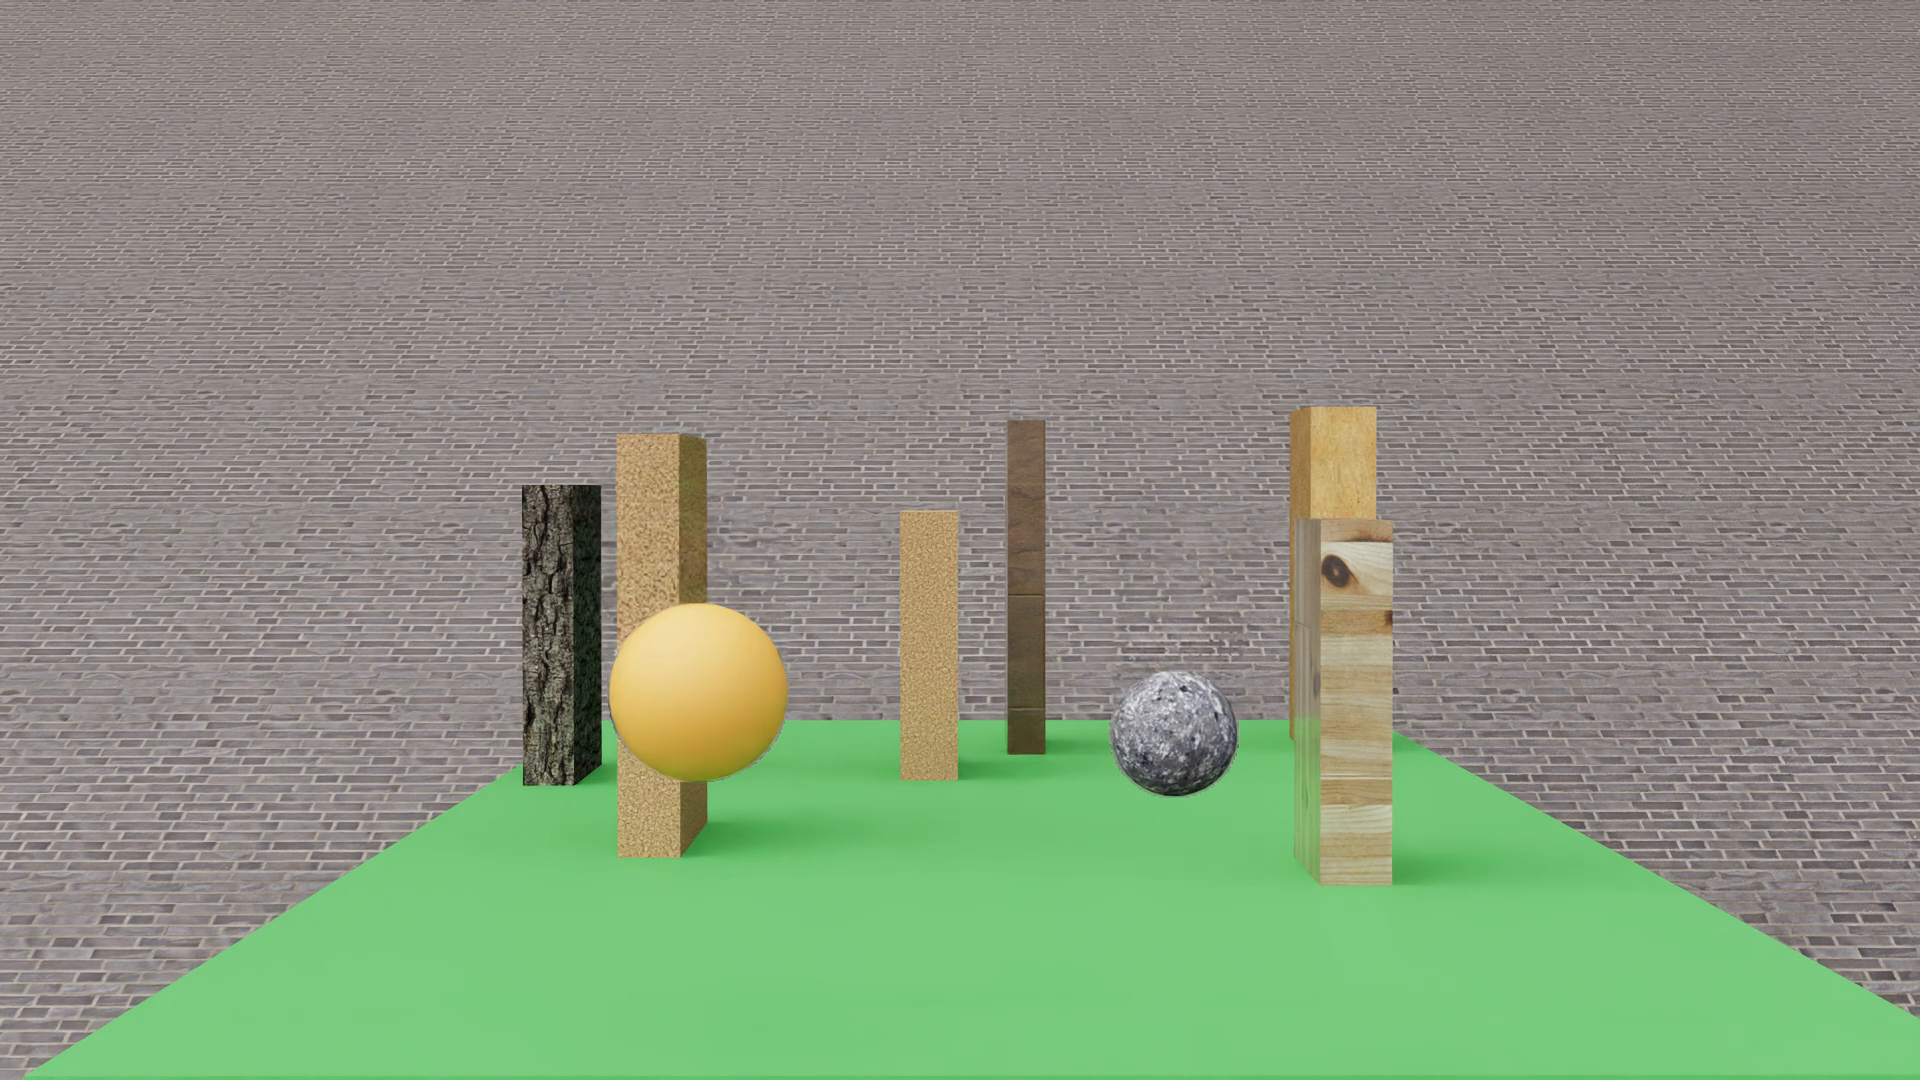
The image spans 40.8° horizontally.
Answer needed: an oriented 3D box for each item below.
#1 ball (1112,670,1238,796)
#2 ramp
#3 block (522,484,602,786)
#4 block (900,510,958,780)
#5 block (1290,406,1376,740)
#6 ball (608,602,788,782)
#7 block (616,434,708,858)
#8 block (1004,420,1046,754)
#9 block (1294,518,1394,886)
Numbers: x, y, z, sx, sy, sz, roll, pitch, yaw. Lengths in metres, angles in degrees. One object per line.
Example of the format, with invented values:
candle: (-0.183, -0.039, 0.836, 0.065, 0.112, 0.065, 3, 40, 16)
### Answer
ball: (0.203, 0.183, 2.442, 0.119, 0.119, 0.119, 0, 27, 0)
ramp: (0.061, 0.548, 4.584, 2.000, 0.100, 4.000, 0, 1, 0)
block: (-0.818, 0.185, 5.322, 0.101, 0.598, 0.402, 0, 1, 0)
block: (-0.063, 0.211, 5.394, 0.116, 0.543, 0.373, 0, 1, 0)
block: (0.855, 0.085, 5.939, 0.146, 0.772, 0.360, 0, 1, 0)
ball: (-0.285, 0.166, 2.816, 0.194, 0.194, 0.194, 0, 27, 0)
block: (-0.497, 0.165, 4.336, 0.100, 0.676, 0.448, 0, 1, 0)
block: (0.147, 0.102, 5.888, 0.084, 0.741, 0.334, 0, 1, 0)
block: (0.587, 0.239, 3.967, 0.106, 0.541, 0.296, 0, 1, 0)
